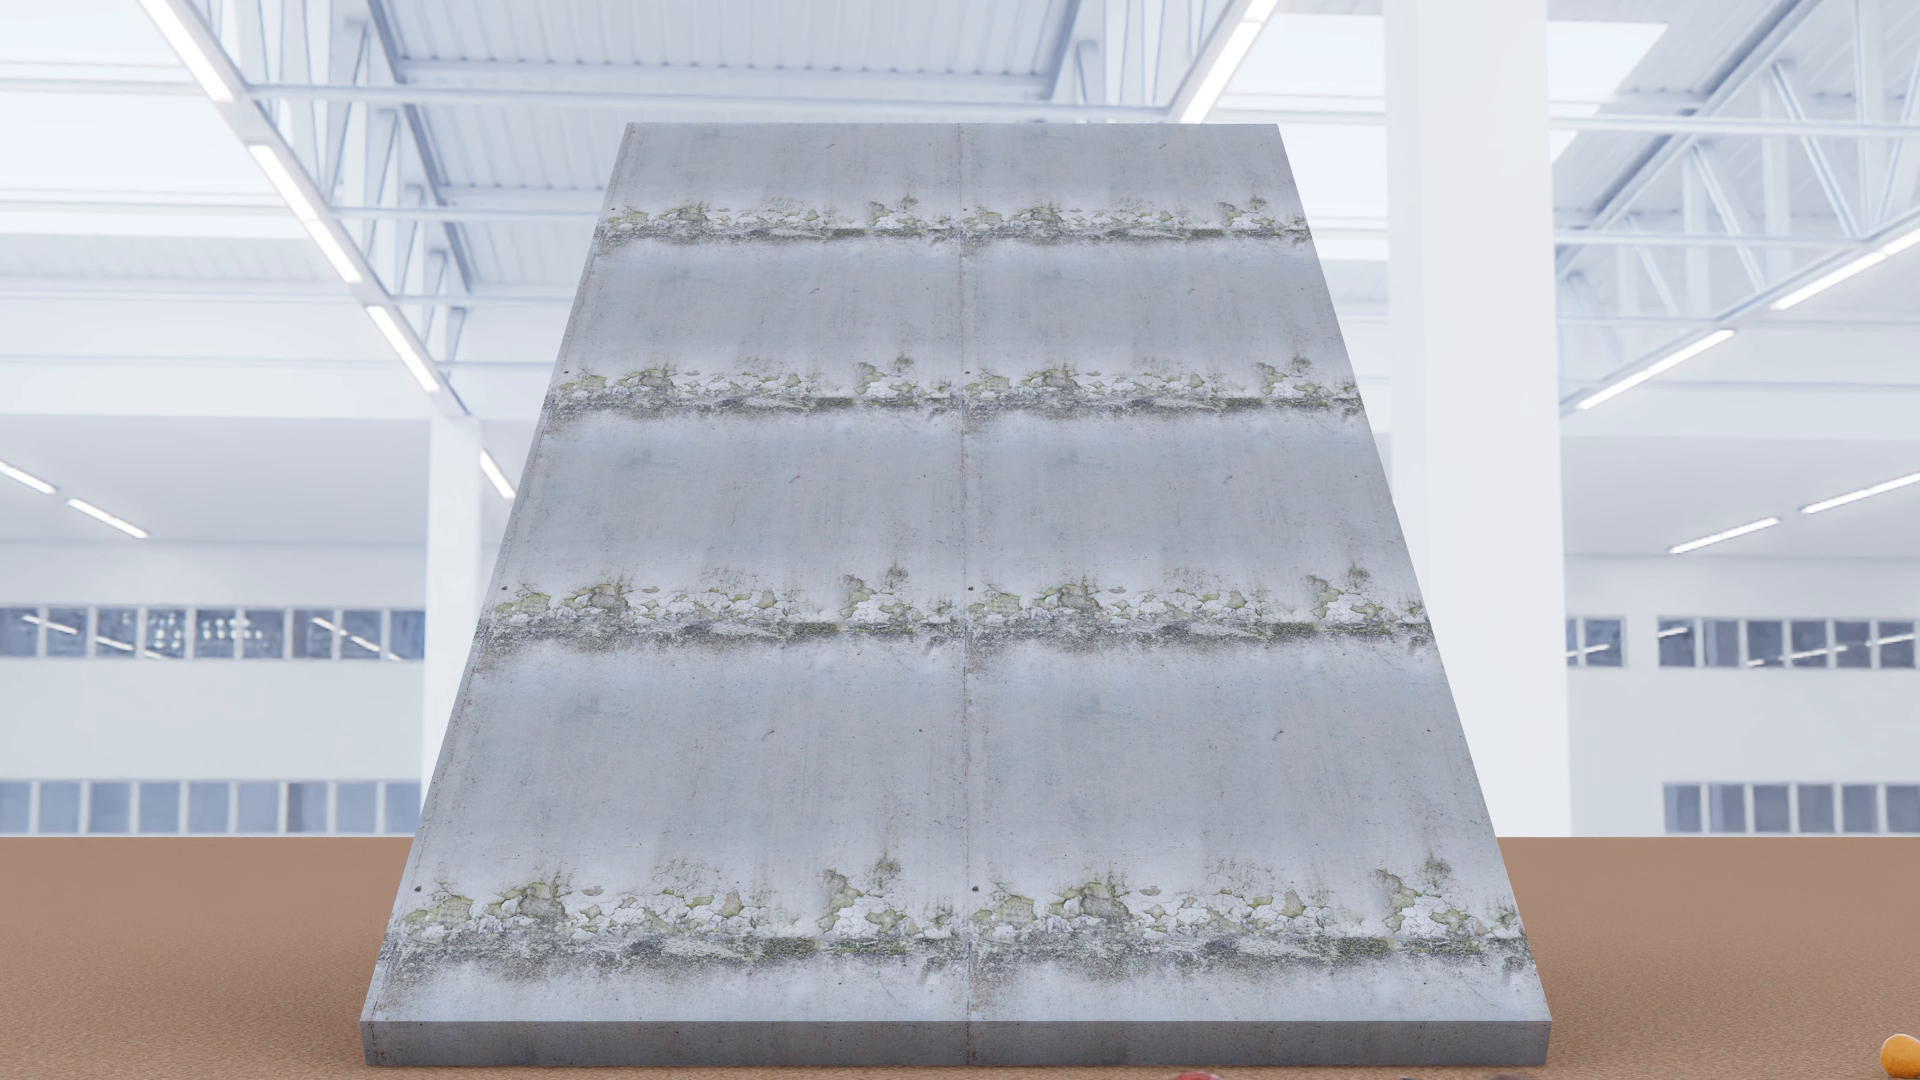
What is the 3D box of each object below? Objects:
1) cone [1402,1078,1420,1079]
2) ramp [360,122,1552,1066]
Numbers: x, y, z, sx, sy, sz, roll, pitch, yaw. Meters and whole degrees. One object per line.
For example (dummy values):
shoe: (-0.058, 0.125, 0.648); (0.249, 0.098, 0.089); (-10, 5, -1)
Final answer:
cone: (0.622, 0.781, 3.332); (0.066, 0.066, 0.066); (1, 20, -9)
ramp: (-0.014, -0.196, 5.818); (2.000, 0.100, 4.000); (0, 31, 0)
